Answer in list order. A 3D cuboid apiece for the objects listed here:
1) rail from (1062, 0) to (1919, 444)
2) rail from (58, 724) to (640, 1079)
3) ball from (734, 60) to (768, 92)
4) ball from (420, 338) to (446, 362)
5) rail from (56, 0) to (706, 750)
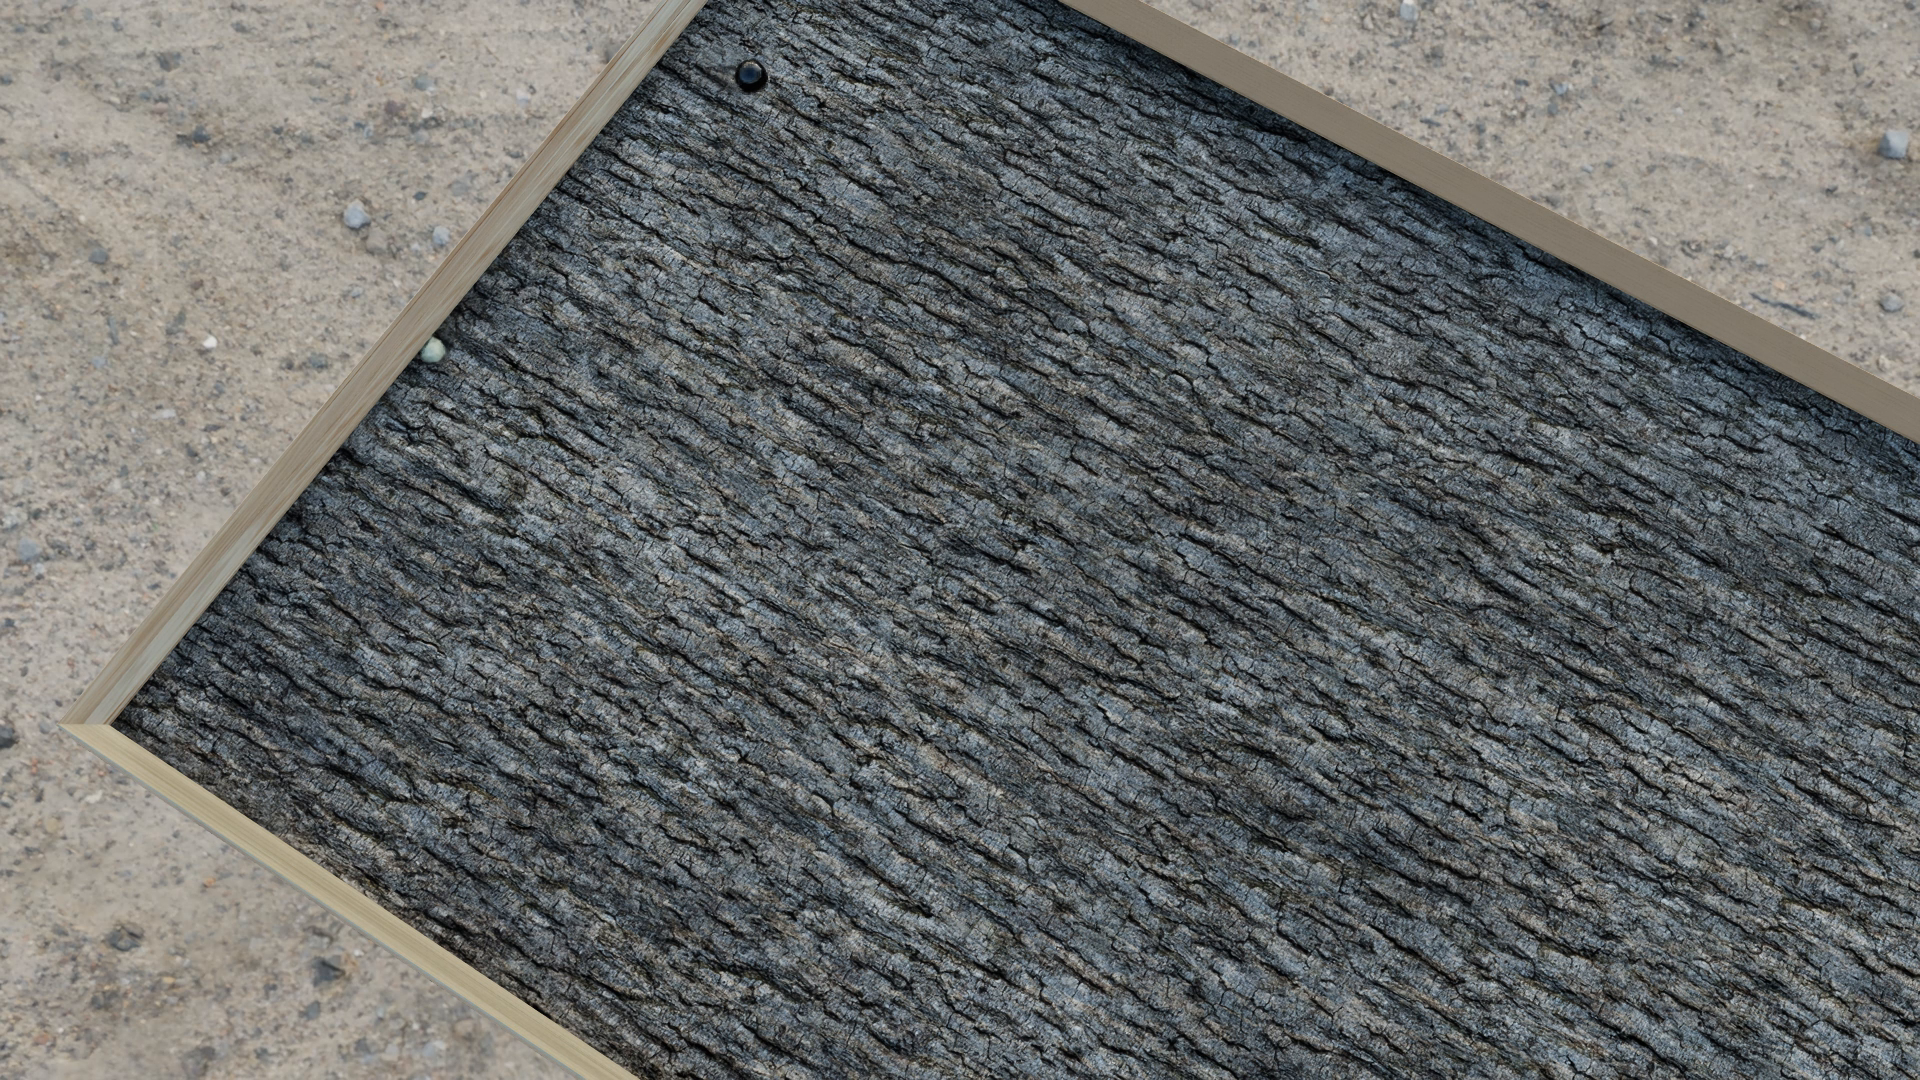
[{"bbox_3d":[1.359,-0.297,3.632,3.922,0.093,0.045,30,70,12],"label":"rail"},{"bbox_3d":[0.297,1.244,2.972,3.922,0.093,0.045,30,70,12],"label":"rail"},{"bbox_3d":[-0.369,-0.817,3.874,0.058,0.058,0.058,0,67,0],"label":"ball"},{"bbox_3d":[-0.880,-0.317,3.669,0.041,0.041,0.041,0,67,0],"label":"ball"},{"bbox_3d":[-0.808,-0.480,3.710,0.045,0.093,2.033,30,70,12],"label":"rail"}]
